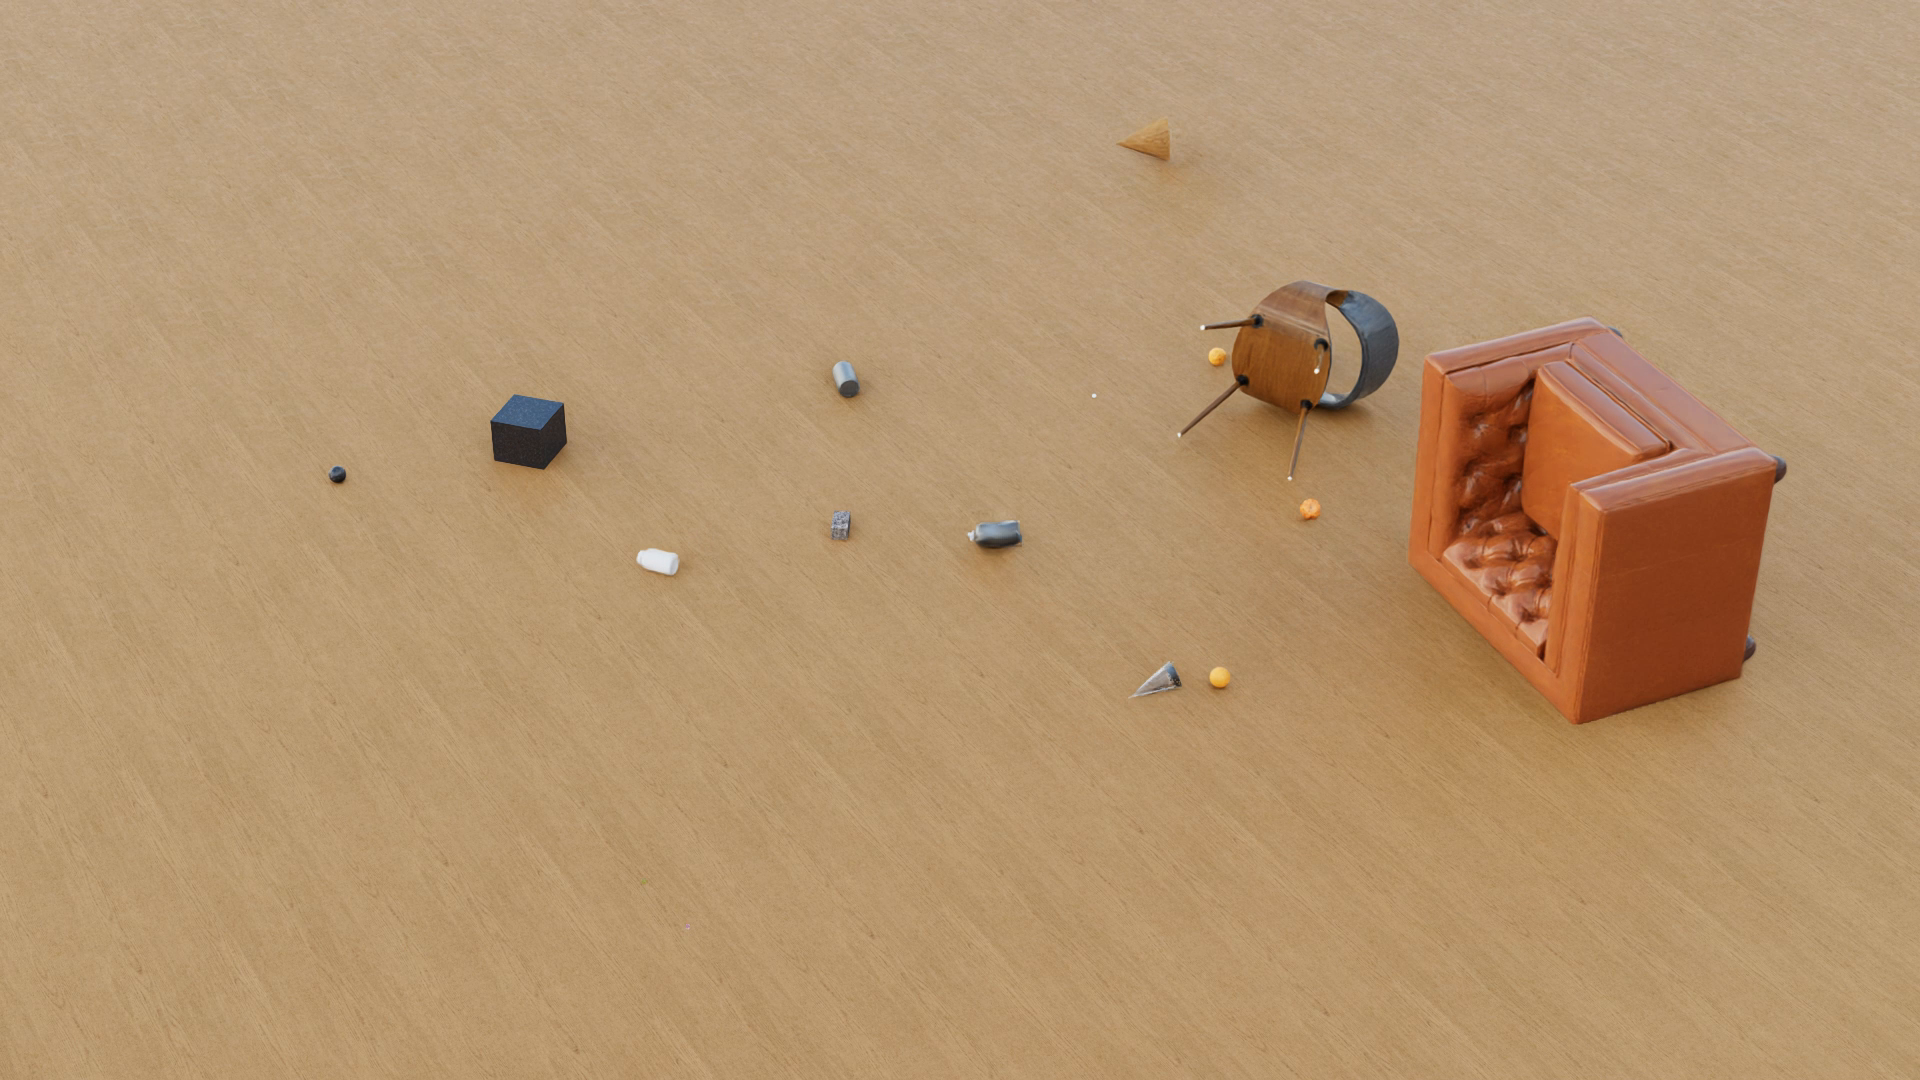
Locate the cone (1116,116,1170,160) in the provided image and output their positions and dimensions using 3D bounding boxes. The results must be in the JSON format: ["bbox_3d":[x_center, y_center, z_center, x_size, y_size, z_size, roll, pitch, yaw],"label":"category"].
[{"bbox_3d":[0.834,-1.843,13.549,0.249,0.228,0.153,-6,36,-3],"label":"cone"}]

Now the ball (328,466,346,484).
[{"bbox_3d":[-2.392,-0.253,11.266,0.068,0.068,0.068,0,33,0],"label":"ball"}]

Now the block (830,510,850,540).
[{"bbox_3d":[-0.446,-0.054,10.980,0.062,0.051,0.118,2,33,3],"label":"block"}]

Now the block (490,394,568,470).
[{"bbox_3d":[-1.678,-0.421,11.419,0.212,0.181,0.213,10,35,15],"label":"block"}]

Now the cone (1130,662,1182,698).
[{"bbox_3d":[0.662,0.504,10.132,0.182,0.111,0.094,-27,66,-9],"label":"cone"}]
